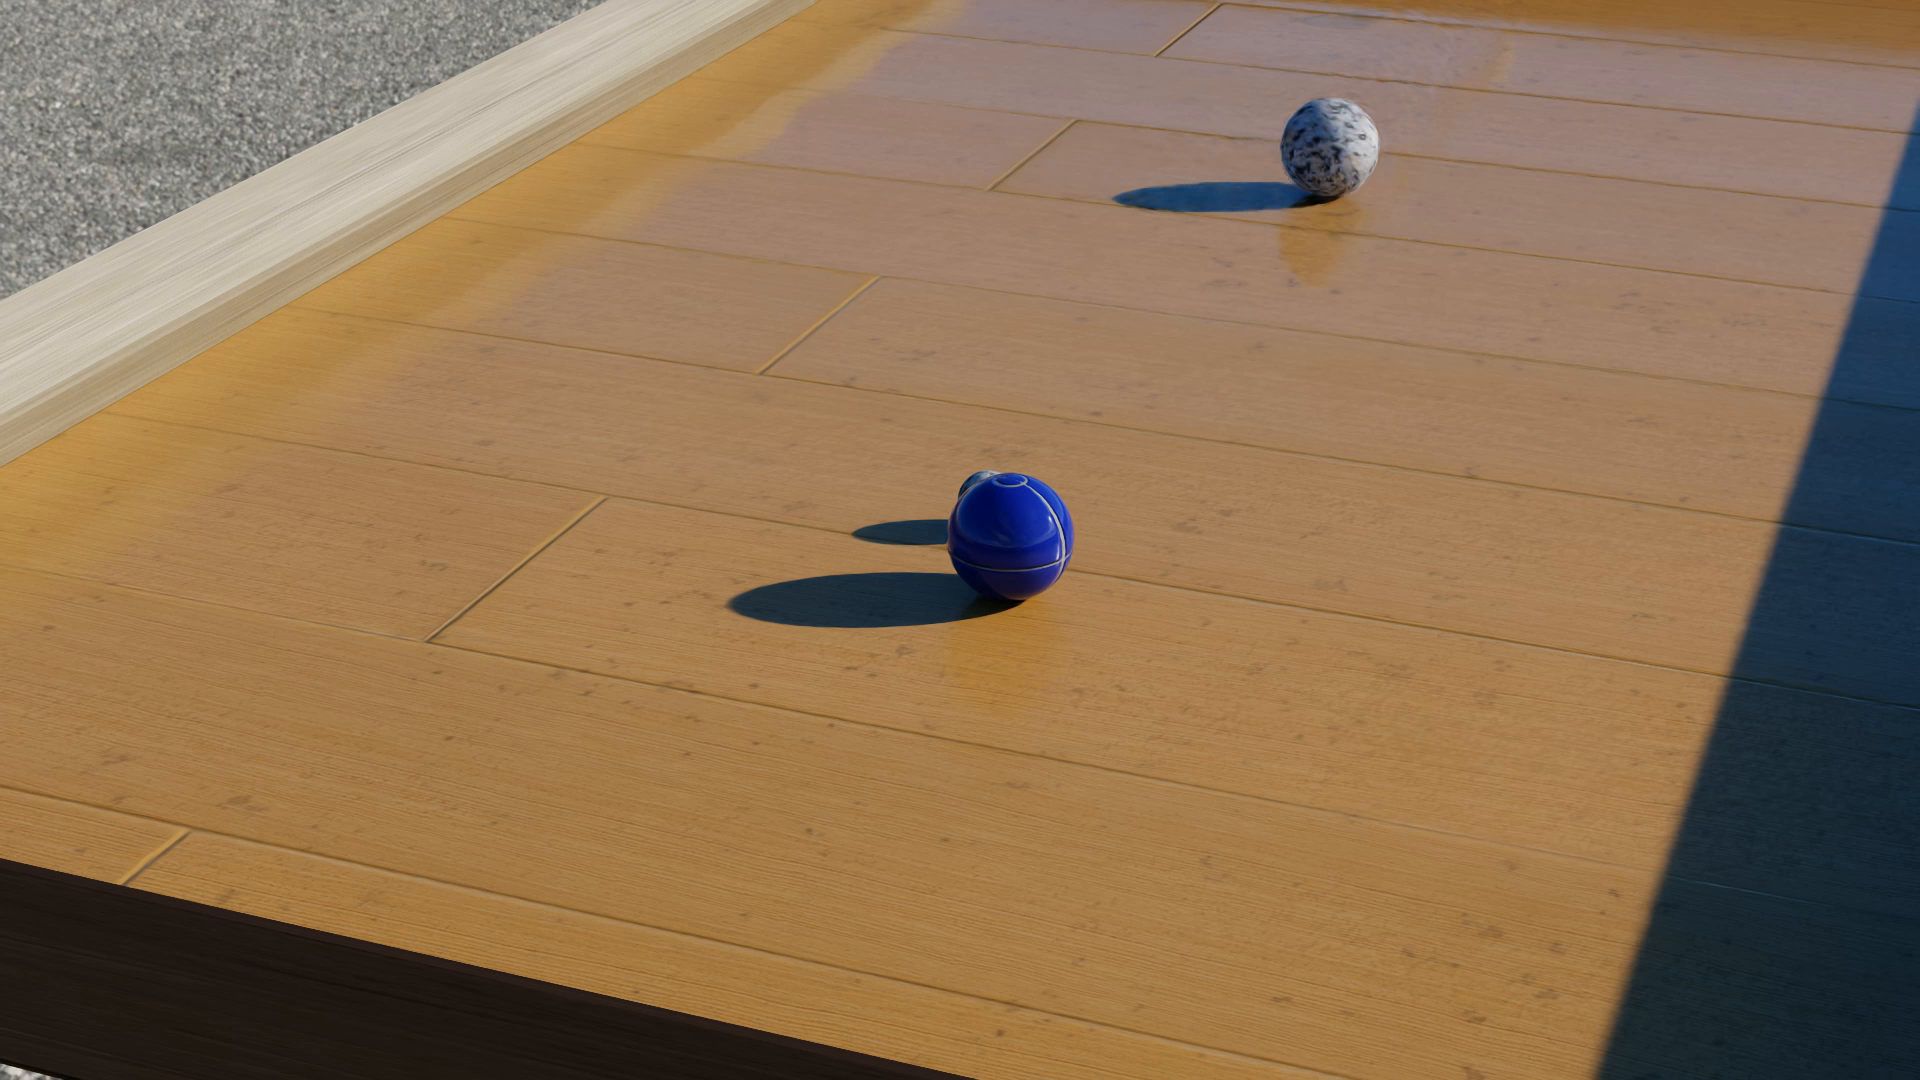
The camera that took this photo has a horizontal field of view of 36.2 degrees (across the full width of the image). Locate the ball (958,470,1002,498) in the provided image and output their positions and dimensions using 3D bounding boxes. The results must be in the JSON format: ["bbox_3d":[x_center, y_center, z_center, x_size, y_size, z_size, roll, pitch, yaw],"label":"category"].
[{"bbox_3d":[0.020,-0.026,2.005,0.043,0.043,0.043,0,24,0],"label":"ball"}]

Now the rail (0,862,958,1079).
[{"bbox_3d":[-0.239,0.229,1.354,1.432,0.116,0.045,9,26,19],"label":"rail"}]

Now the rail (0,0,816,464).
[{"bbox_3d":[-0.397,-0.392,2.719,0.045,0.116,2.726,9,26,19],"label":"rail"}]

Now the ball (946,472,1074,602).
[{"bbox_3d":[0.033,-0.002,1.903,0.083,0.083,0.083,0,24,0],"label":"ball"}]

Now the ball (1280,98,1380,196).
[{"bbox_3d":[0.337,-0.358,2.677,0.090,0.090,0.090,0,24,0],"label":"ball"}]
